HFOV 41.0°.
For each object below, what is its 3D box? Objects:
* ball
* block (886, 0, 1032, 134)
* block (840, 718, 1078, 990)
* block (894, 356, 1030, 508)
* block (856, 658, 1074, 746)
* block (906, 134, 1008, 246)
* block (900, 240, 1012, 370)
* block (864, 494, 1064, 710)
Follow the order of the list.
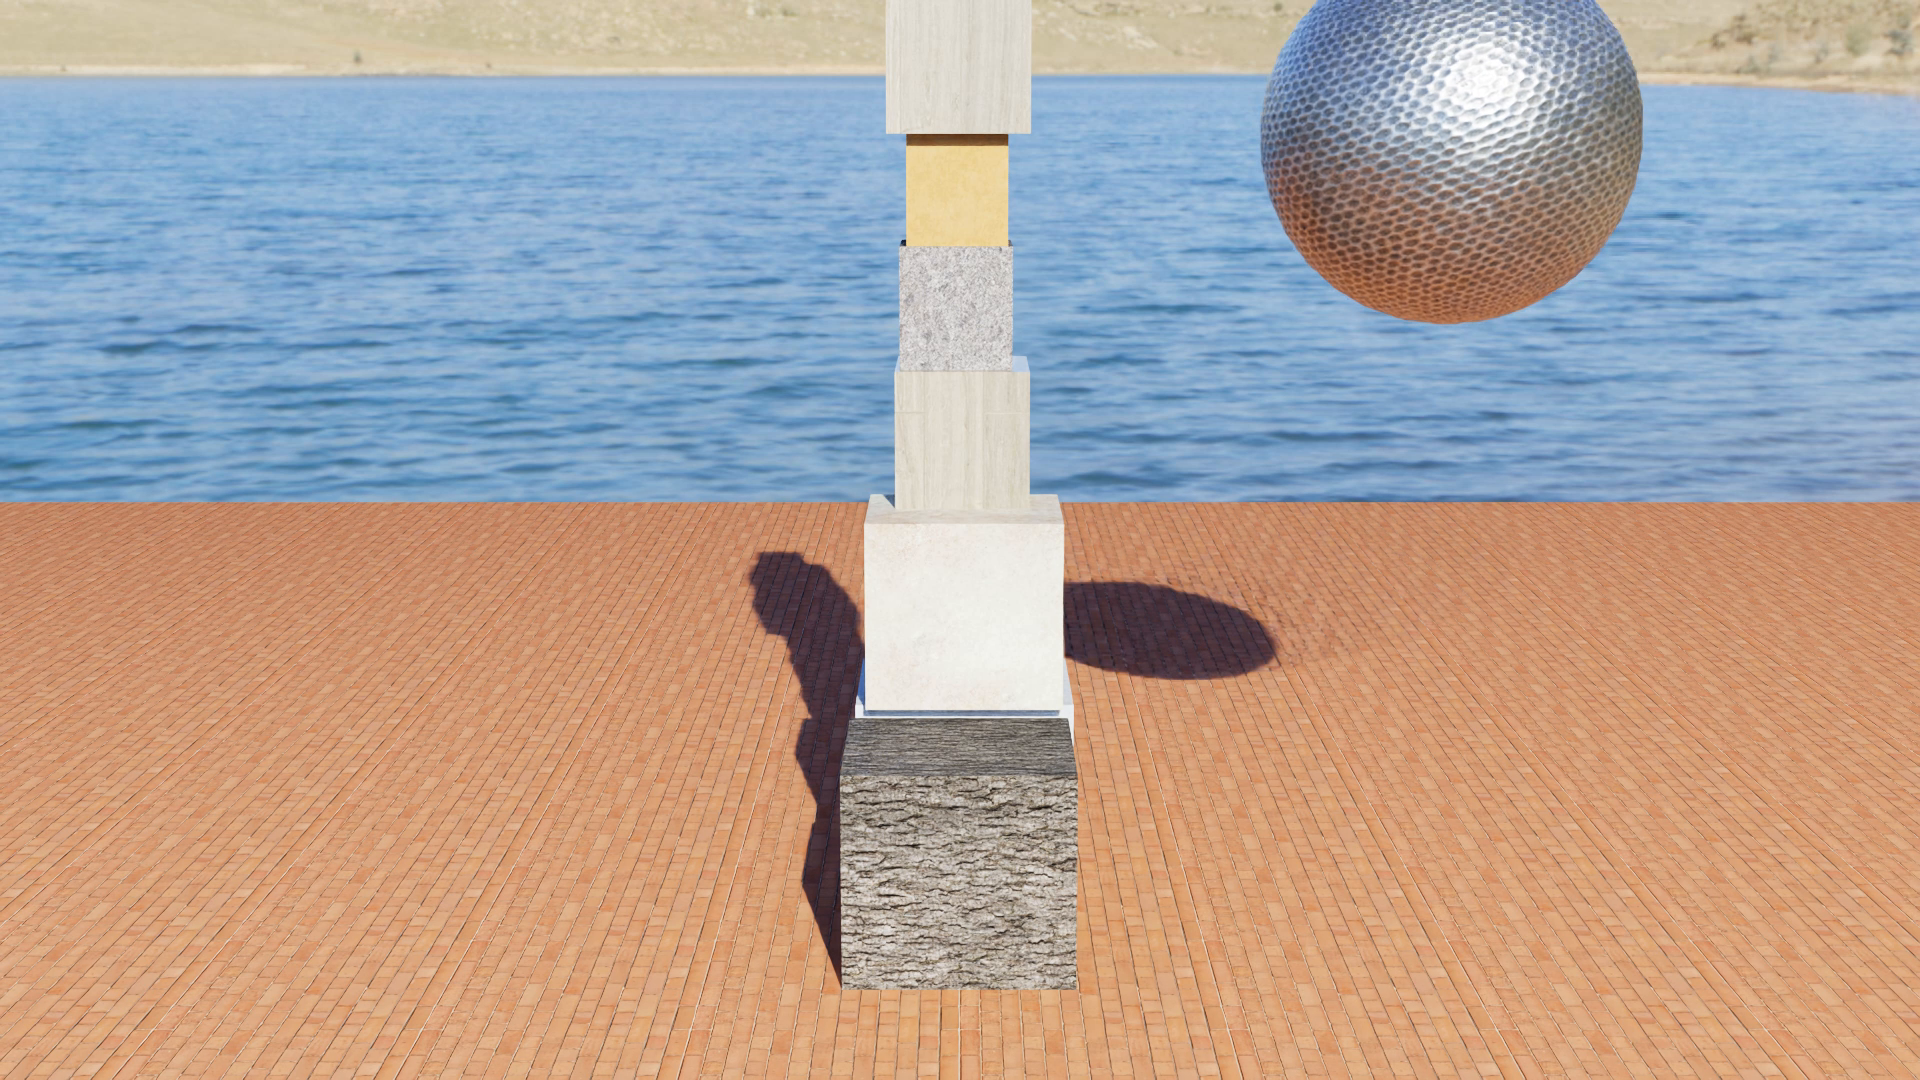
[{"bbox_3d":[2.074,-1.715,10.868,1.600,1.600,1.600,0,10,0],"label":"ball"},{"bbox_3d":[-0.006,-2.040,10.809,0.596,0.633,0.605,0,10,0],"label":"block"},{"bbox_3d":[-0.004,1.244,10.327,0.911,0.858,0.899,0,10,0],"label":"block"},{"bbox_3d":[0.010,-0.473,11.094,0.567,0.580,0.623,0,10,0],"label":"block"},{"bbox_3d":[0.019,1.059,11.200,0.910,0.910,0.867,0,10,0],"label":"block"},{"bbox_3d":[-0.011,-1.498,10.908,0.425,0.468,0.435,0,10,0],"label":"block"},{"bbox_3d":[-0.016,-1.013,10.996,0.475,0.517,0.467,0,10,0],"label":"block"},{"bbox_3d":[0.017,0.252,10.912,0.815,0.781,0.746,0,10,0],"label":"block"}]
